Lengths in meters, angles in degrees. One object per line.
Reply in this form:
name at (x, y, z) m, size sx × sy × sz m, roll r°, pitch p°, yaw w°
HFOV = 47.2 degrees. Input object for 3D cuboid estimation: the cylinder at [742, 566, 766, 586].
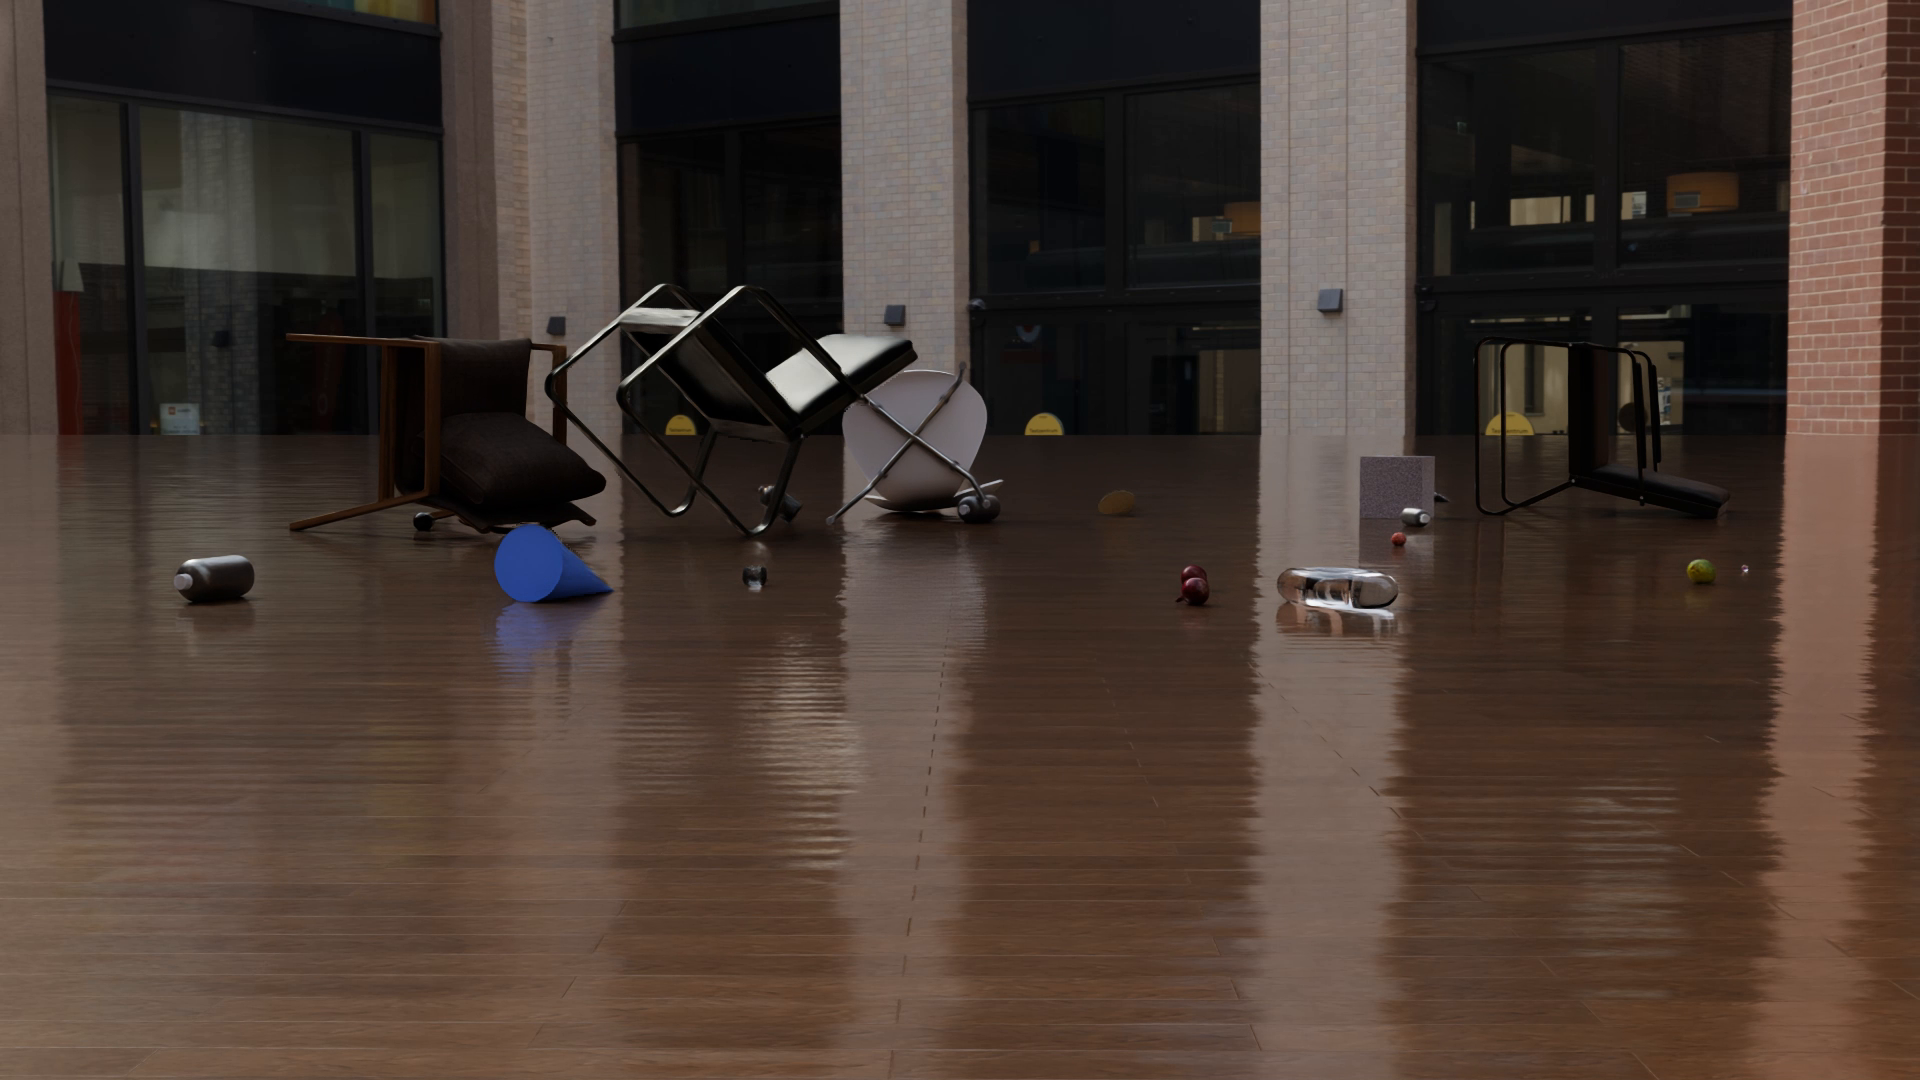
cylinder at (-0.471, 0.082, 5.040) m, size 0.040 × 0.043 × 0.044 m, roll 1°, pitch 21°, yaw 20°

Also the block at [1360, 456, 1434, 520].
block at (1.534, -0.187, 7.710) m, size 0.219 × 0.213 × 0.168 m, roll 2°, pitch 4°, yaw 26°

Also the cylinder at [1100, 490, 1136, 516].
cylinder at (0.562, -0.132, 7.857) m, size 0.131 × 0.077 × 0.114 m, roll -17°, pitch 2°, yaw 5°

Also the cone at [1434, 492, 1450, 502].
cone at (1.796, -0.194, 8.756) m, size 0.339 × 0.127 × 0.233 m, roll 14°, pitch -31°, yaw 2°

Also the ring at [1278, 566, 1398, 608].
ring at (0.784, 0.099, 4.580) m, size 0.139 × 0.074 × 0.308 m, roll -5°, pitch 6°, yaw -39°

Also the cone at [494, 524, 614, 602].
cone at (-0.841, 0.081, 4.771) m, size 0.198 × 0.165 × 0.284 m, roll 26°, pitch 1°, yaw 34°
